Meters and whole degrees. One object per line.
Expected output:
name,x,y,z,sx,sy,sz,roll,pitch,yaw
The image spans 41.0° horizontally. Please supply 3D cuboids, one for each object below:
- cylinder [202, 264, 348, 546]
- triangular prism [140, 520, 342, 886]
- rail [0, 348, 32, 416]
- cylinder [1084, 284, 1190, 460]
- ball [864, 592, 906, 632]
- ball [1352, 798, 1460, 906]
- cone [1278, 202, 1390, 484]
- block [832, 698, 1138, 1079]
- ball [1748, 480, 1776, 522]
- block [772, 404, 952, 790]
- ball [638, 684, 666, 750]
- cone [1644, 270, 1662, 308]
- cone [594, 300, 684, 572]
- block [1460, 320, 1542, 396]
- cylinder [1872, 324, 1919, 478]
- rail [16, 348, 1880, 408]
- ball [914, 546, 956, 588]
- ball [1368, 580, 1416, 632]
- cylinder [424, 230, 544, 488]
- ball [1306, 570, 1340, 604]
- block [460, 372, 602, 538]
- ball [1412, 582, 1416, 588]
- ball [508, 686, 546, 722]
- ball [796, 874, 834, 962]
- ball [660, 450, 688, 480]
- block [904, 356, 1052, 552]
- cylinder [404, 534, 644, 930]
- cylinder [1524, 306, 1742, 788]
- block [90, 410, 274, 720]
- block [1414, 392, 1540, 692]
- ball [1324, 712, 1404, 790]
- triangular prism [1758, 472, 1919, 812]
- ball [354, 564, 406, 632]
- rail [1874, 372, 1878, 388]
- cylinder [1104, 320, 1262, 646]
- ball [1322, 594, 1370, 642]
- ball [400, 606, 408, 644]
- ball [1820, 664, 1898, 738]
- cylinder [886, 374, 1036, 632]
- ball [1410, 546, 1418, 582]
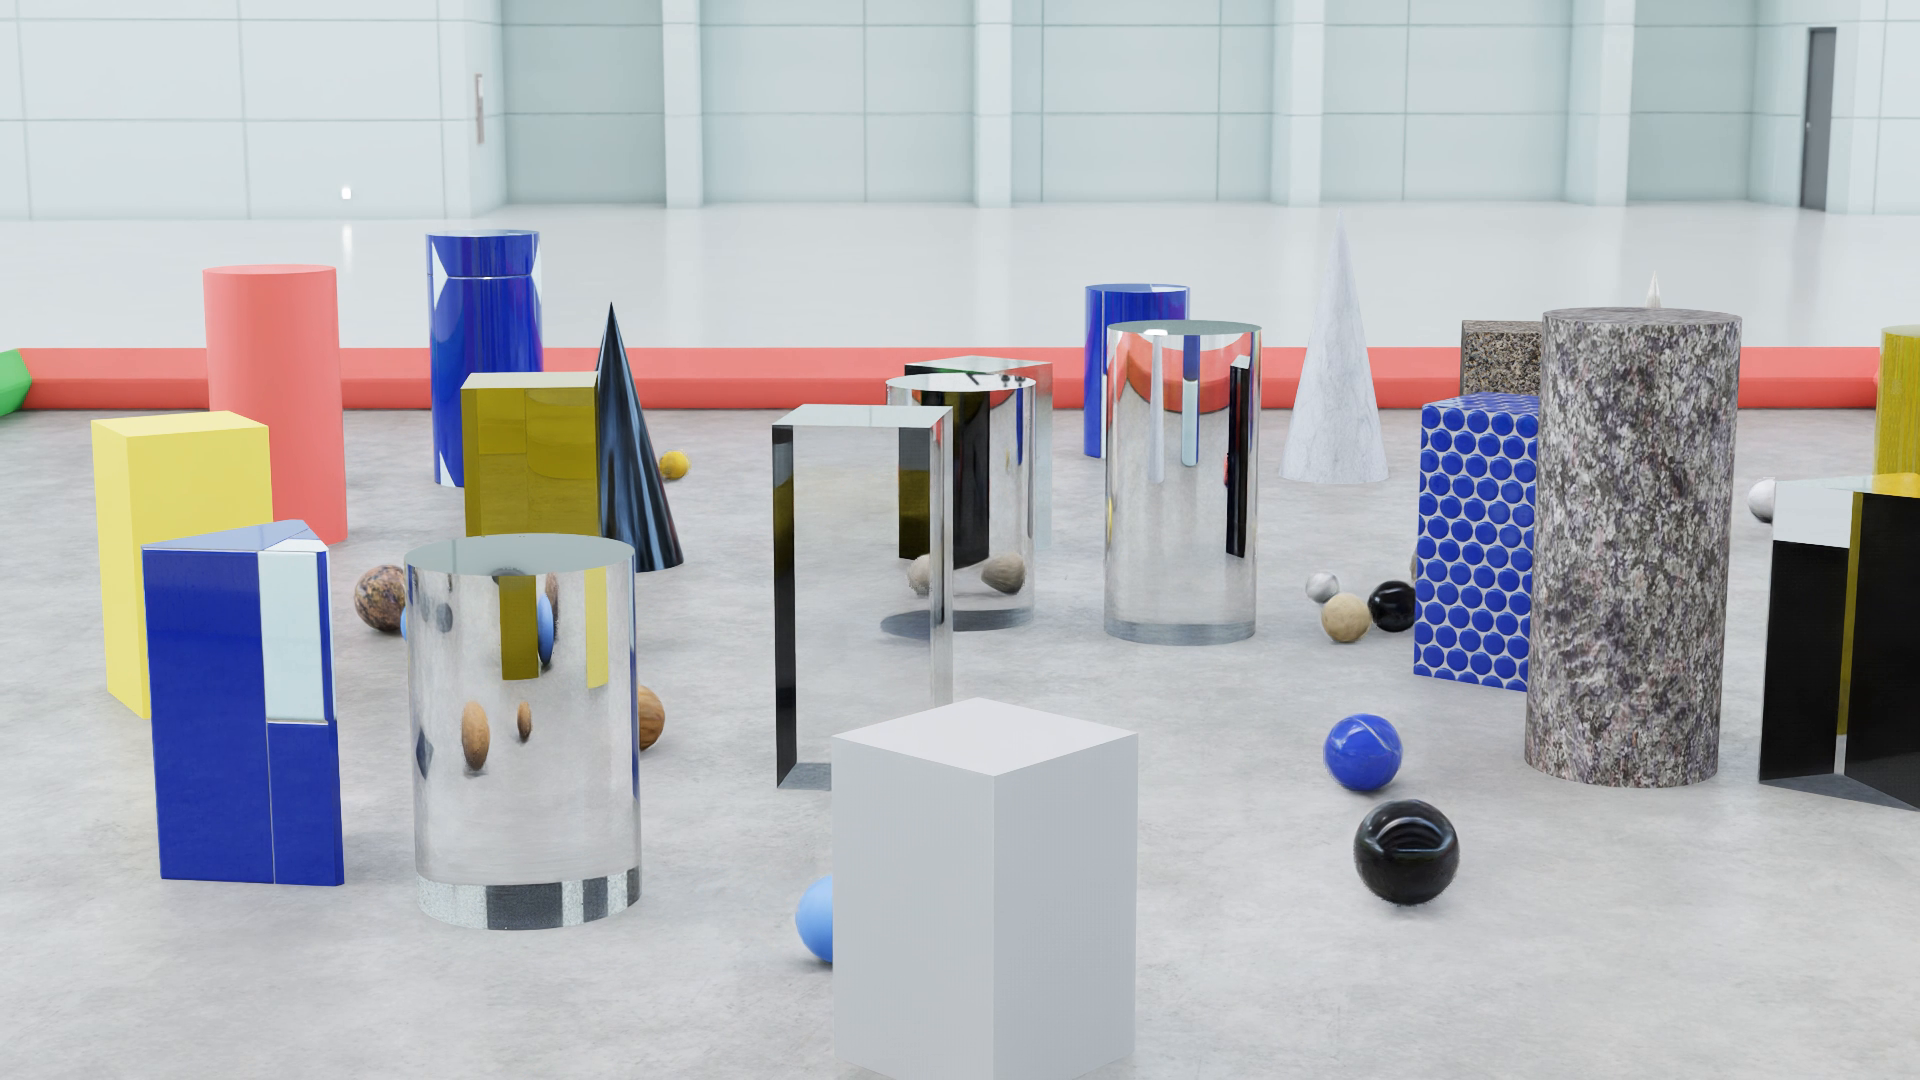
cylinder,-1.056,-0.208,3.960,0.198,0.420,0.198,0,10,0
triangular prism,-0.632,0.145,2.364,0.172,0.306,0.149,1,11,7
rail,-1.985,0.035,3.438,0.045,0.129,4.205,0,10,0
cylinder,0.333,-0.319,4.846,0.198,0.315,0.198,0,10,0
ball,-0.098,0.094,3.336,0.053,0.053,0.053,0,10,0
ball,0.392,0.274,2.253,0.093,0.093,0.093,0,10,0
cone,0.674,-0.358,4.581,0.198,0.488,0.198,0,10,0
block,0.018,0.263,1.892,0.159,0.246,0.159,9,14,42
ball,1.308,-0.064,4.147,0.067,0.067,0.067,0,10,0
block,-0.097,0.057,2.650,0.159,0.375,0.159,1,11,8
ball,-0.354,0.191,2.753,0.075,0.075,0.075,0,10,0
cone,1.052,-0.202,3.923,0.198,0.421,0.198,0,10,0
cone,-0.510,-0.160,3.783,0.198,0.389,0.198,0,10,0
block,0.727,-0.079,3.328,0.159,0.396,0.159,2,11,9
cylinder,1.117,-0.013,2.857,0.198,0.437,0.198,0,10,0
rail,-0.012,-0.345,5.493,4.018,0.129,0.045,0,10,0
ball,-0.035,0.039,3.619,0.058,0.058,0.058,0,10,0
ball,0.565,0.086,3.335,0.069,0.069,0.069,0,10,0
cylinder,-0.836,-0.323,4.535,0.198,0.437,0.198,0,10,0
ball,0.496,0.065,3.510,0.046,0.046,0.046,0,10,0
block,-0.529,-0.029,3.199,0.159,0.344,0.159,-1,11,-6
ball,0.625,0.077,3.407,0.059,0.059,0.059,0,10,0
ball,-0.486,0.184,2.879,0.042,0.042,0.042,0,10,0
ball,-0.098,0.311,2.108,0.073,0.073,0.073,0,10,0
ball,-0.509,-0.133,4.564,0.053,0.053,0.053,0,10,0
block,0.028,-0.125,3.883,0.159,0.285,0.159,9,14,39
cylinder,-0.382,0.163,2.257,0.198,0.308,0.198,0,10,0
cylinder,0.699,0.003,2.673,0.198,0.473,0.198,0,10,0
block,-0.896,0.024,2.973,0.159,0.322,0.159,-6,12,-31
block,0.661,-0.002,3.093,0.159,0.329,0.159,8,13,37
ball,0.410,0.215,2.608,0.079,0.079,0.079,0,10,0
triangular prism,0.934,0.095,2.616,0.172,0.313,0.149,8,13,38
ball,-0.744,0.076,3.339,0.087,0.087,0.087,0,10,0
rail,1.985,0.031,3.460,0.045,0.129,4.205,0,10,0
cylinder,0.287,-0.078,3.320,0.198,0.396,0.198,0,10,0
ball,0.493,0.099,3.280,0.063,0.063,0.063,0,10,0
ball,-0.650,0.103,3.187,0.088,0.088,0.088,0,10,0
ball,0.985,0.176,2.813,0.081,0.081,0.081,0,10,0
cylinder,0.001,-0.054,3.412,0.198,0.315,0.198,0,10,0
ball,0.666,0.038,3.511,0.099,0.099,0.099,0,10,0
